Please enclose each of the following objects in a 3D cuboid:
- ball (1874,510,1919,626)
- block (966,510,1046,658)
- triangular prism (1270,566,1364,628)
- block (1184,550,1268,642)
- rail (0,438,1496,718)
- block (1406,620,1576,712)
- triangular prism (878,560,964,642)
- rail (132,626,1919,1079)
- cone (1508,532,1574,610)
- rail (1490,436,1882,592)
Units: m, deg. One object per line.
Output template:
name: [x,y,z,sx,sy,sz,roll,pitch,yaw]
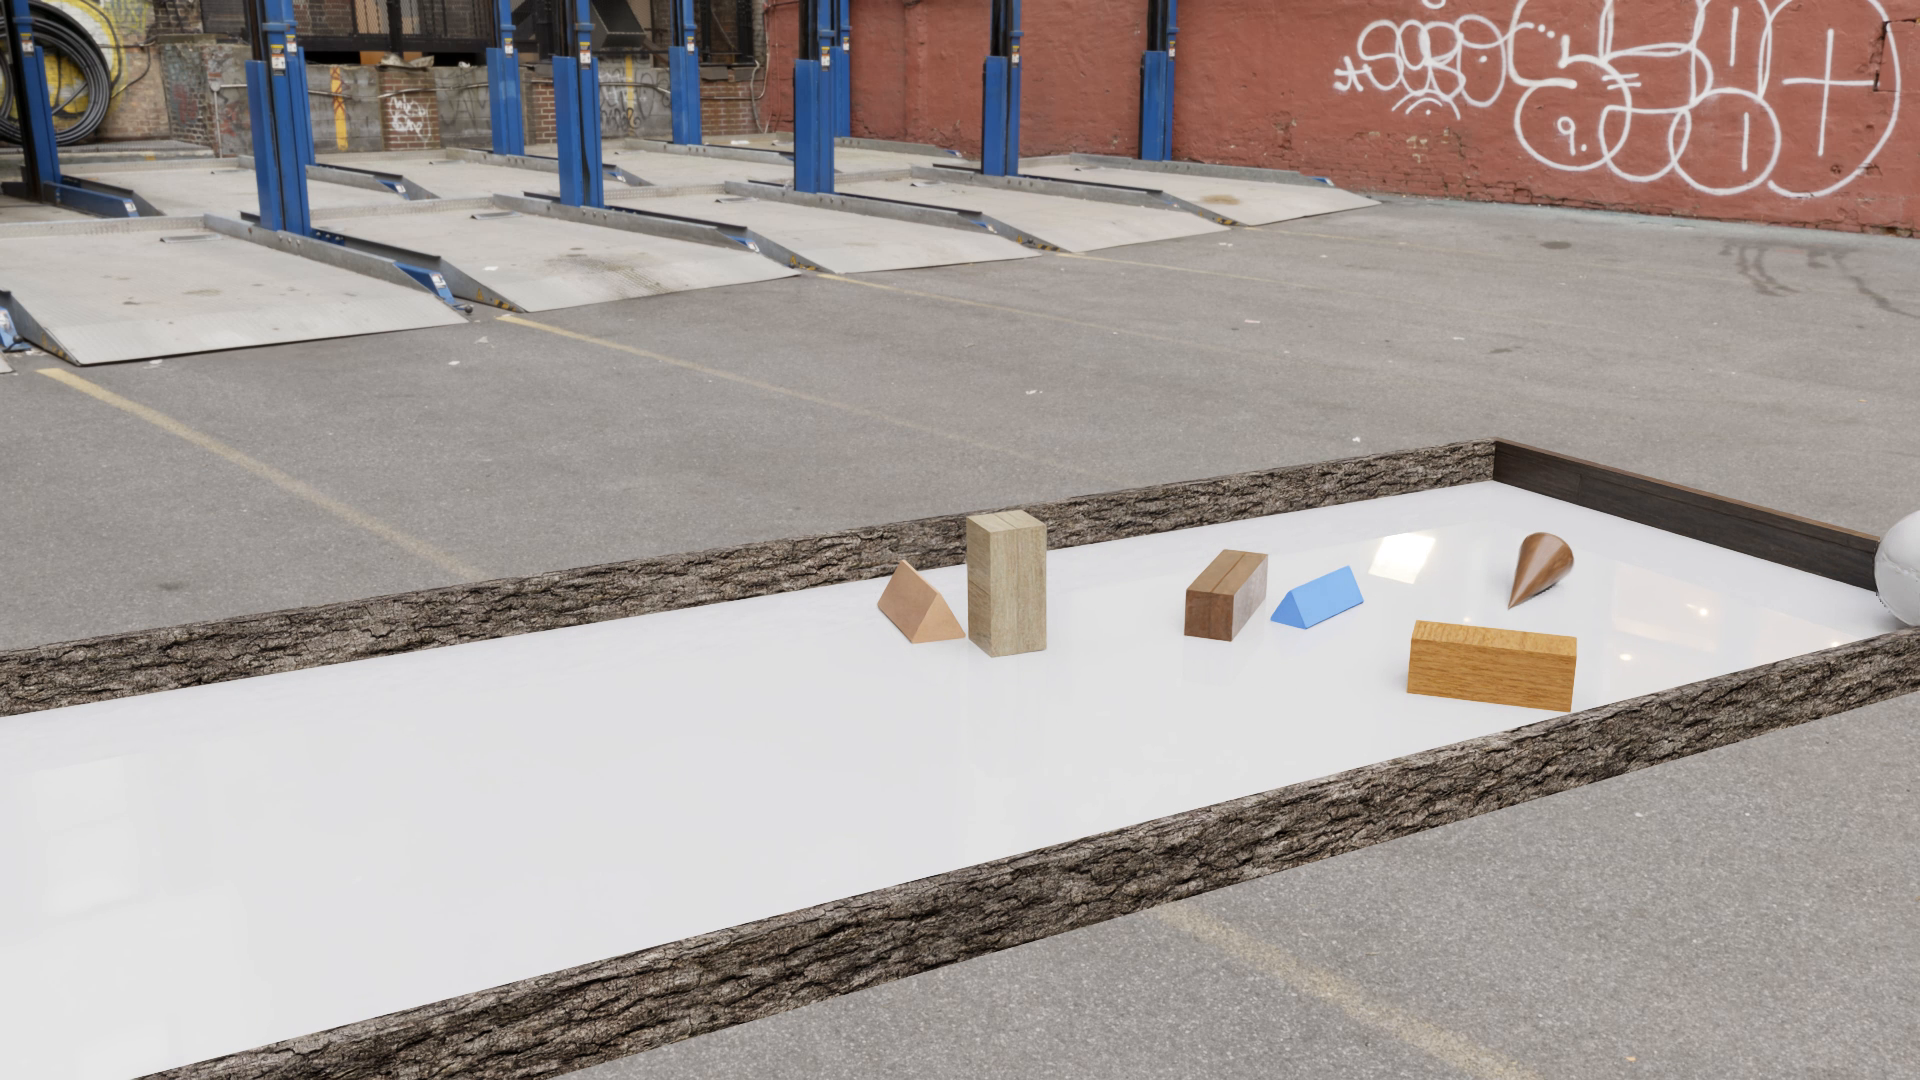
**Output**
ball: [2.668,0.081,4.448,0.357,0.357,0.357,0,16,0]
block: [0.123,0.114,4.357,0.159,0.342,0.159,-8,18,-21]
triangular prism: [1.012,0.153,4.651,0.113,0.098,0.316,15,22,40]
block: [0.748,0.150,4.613,0.131,0.131,0.412,7,18,22]
rail: [-3.305,0.497,3.399,12.000,0.150,0.050,-9,18,-27]
block: [1.306,0.307,4.053,0.381,0.144,0.144,6,17,19]
triangular prism: [-0.110,0.161,4.559,0.152,0.132,0.324,-5,17,-19]
rail: [-2.336,1.006,1.665,12.000,0.150,0.050,-9,18,-27]
cone: [1.648,0.124,4.791,0.162,0.162,0.337,12,34,34]
rail: [2.466,-0.048,5.253,0.050,0.150,2.100,-9,18,-27]
